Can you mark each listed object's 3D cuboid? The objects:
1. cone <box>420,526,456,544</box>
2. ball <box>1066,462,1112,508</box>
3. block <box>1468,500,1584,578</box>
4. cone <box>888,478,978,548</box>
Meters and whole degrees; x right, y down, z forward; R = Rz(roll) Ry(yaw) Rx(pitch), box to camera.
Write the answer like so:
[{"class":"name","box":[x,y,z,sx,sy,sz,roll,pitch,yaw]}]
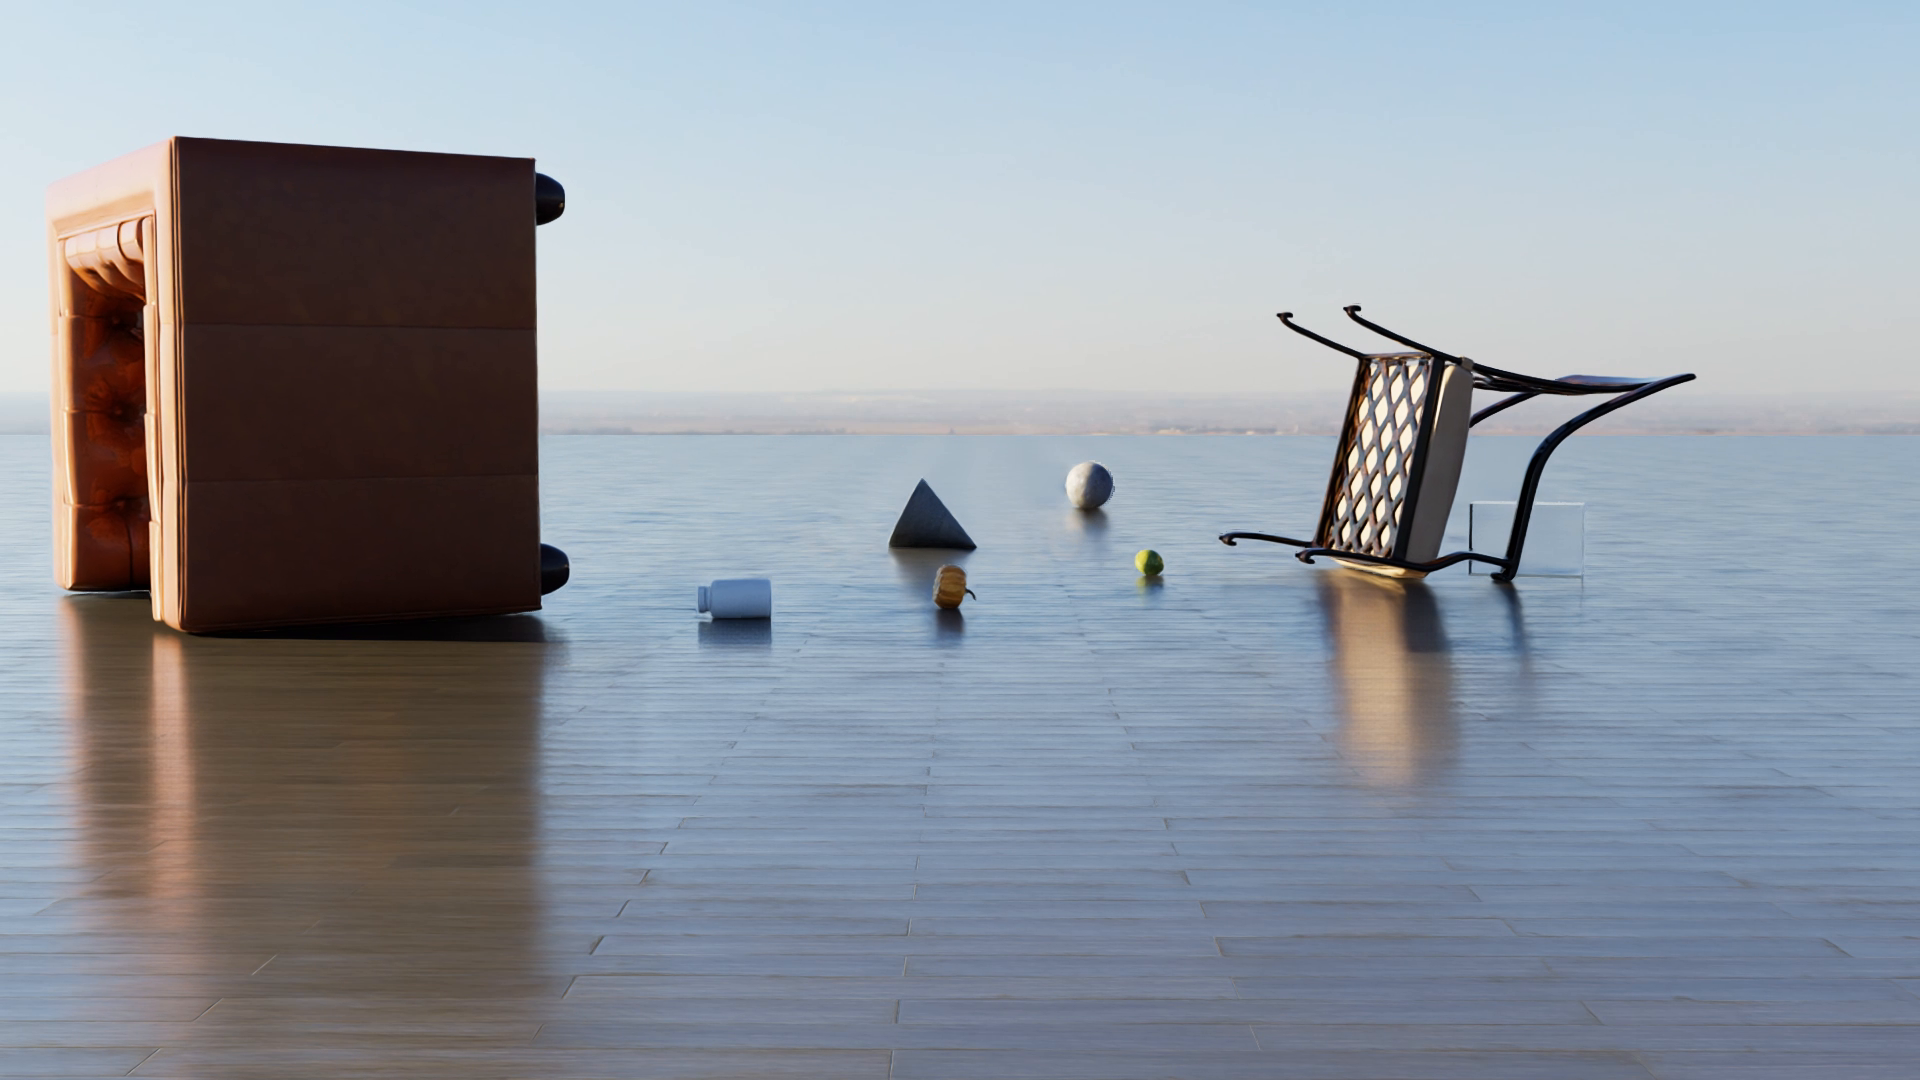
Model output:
[{"class":"cone","box":[-1.547,-0.004,6.417,0.087,0.050,0.128,-19,-5,43]},{"class":"ball","box":[0.484,-0.204,8.243,0.176,0.176,0.176,0,4,0]},{"class":"block","box":[1.369,-0.002,5.312,0.262,0.174,0.136,1,4,18]},{"class":"cone","box":[-0.053,-0.029,6.246,0.228,0.213,0.255,26,24,1]}]
